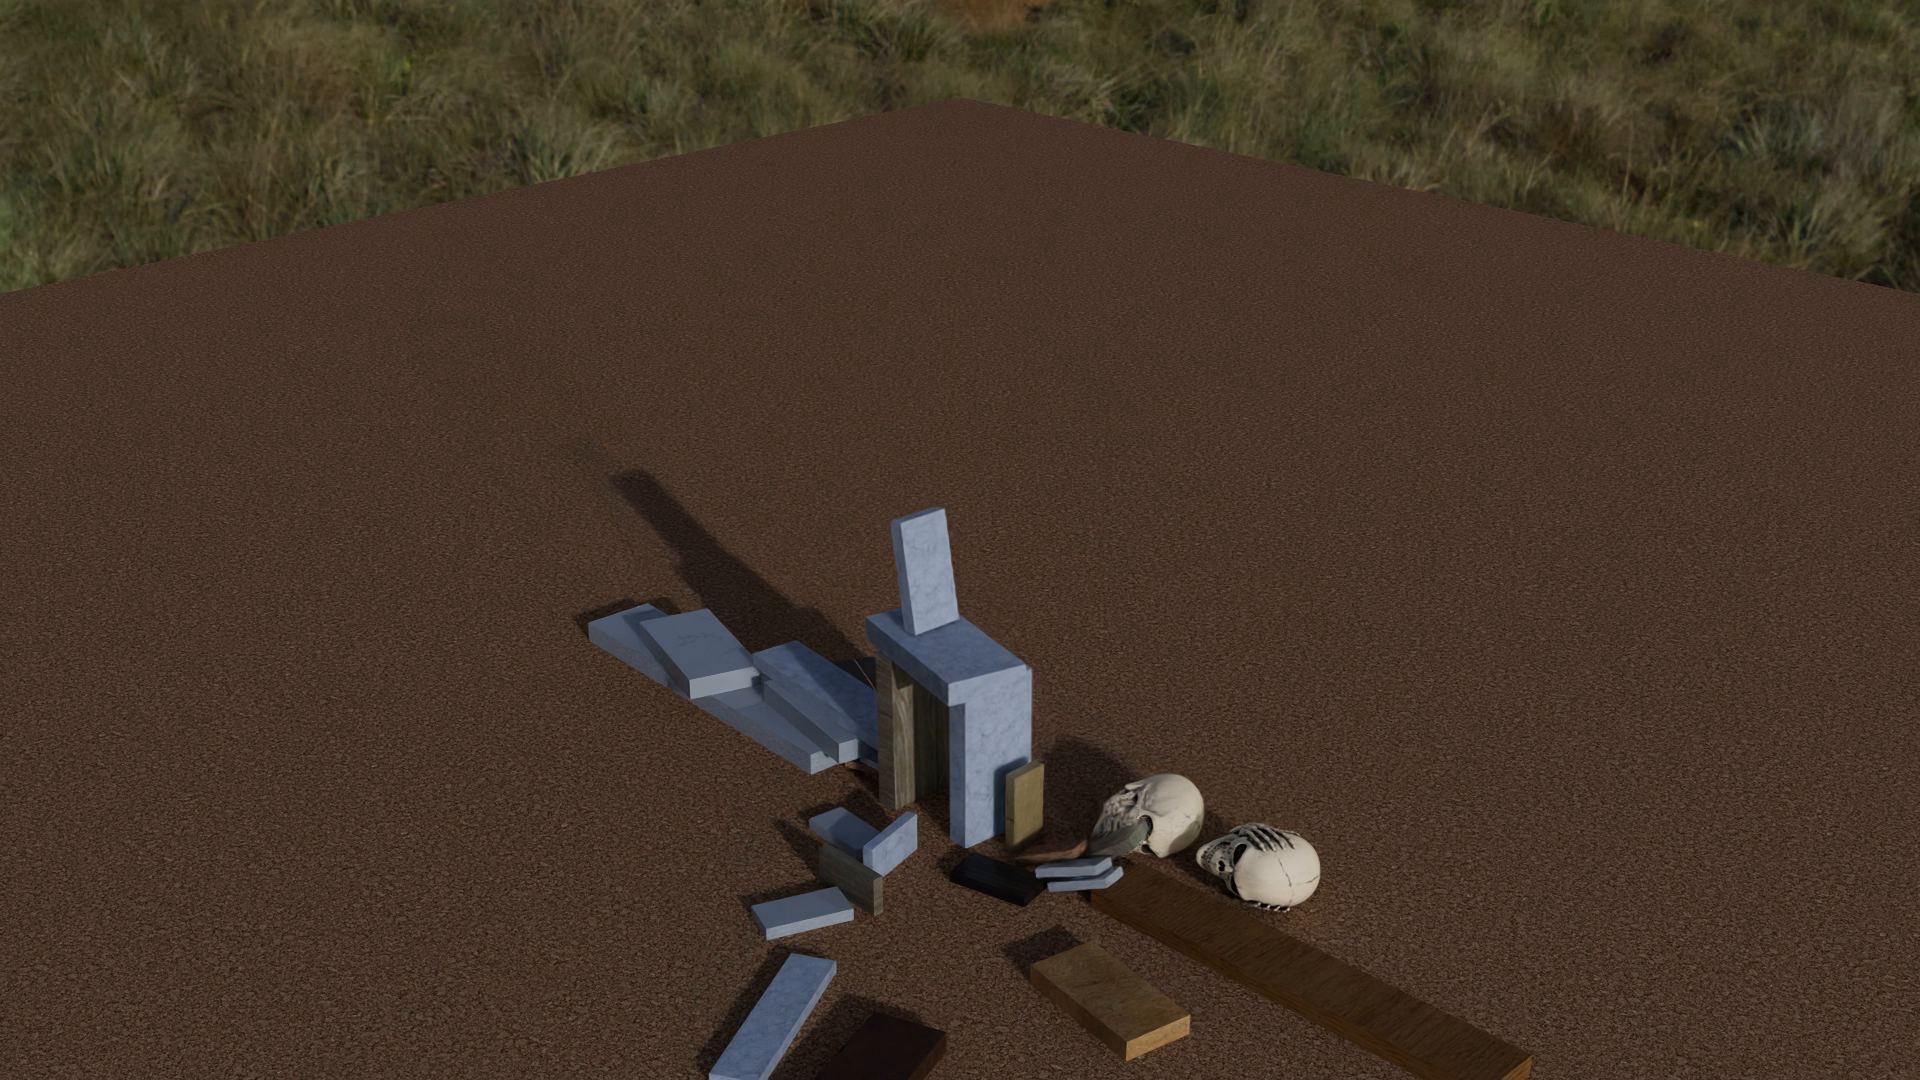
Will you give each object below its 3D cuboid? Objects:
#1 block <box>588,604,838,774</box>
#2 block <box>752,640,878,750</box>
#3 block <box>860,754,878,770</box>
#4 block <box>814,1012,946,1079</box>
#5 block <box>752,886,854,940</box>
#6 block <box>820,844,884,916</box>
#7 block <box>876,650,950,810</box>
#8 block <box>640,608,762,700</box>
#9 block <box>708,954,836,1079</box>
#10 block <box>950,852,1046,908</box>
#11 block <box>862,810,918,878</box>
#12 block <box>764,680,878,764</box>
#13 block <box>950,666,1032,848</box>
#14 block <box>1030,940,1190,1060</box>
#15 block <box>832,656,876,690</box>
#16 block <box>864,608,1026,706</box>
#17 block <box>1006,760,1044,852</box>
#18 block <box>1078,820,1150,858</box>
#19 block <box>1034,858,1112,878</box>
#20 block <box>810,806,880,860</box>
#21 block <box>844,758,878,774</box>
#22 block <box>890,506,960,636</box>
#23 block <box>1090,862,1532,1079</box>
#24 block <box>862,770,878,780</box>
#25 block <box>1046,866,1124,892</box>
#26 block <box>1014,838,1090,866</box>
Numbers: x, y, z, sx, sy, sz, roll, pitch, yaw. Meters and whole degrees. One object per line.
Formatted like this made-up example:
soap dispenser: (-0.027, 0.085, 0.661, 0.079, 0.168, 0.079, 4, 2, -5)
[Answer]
block: (-0.531, 0.322, 4.942, 0.167, 0.047, 0.859, -19, 29, -37)
block: (-0.265, 0.329, 4.702, 0.114, 0.032, 0.492, -16, 28, -33)
block: (-0.149, 0.463, 4.570, 0.055, 0.016, 0.111, -22, 31, -40)
block: (-0.145, 0.884, 3.628, 0.138, 0.039, 0.275, 11, 25, 24)
block: (-0.293, 0.694, 4.094, 0.171, 0.024, 0.086, -10, 25, -22)
block: (-0.206, 0.641, 4.149, 0.022, 0.079, 0.158, -20, 30, -39)
block: (-0.089, 0.362, 4.471, 0.171, 0.341, 0.048, -21, 30, -40)
block: (-0.590, 0.254, 4.979, 0.167, 0.047, 0.335, -11, 25, -24)
block: (-0.318, 0.827, 3.781, 0.086, 0.024, 0.370, 7, 24, 16)
block: (0.073, 0.649, 4.202, 0.166, 0.024, 0.083, 14, 27, 30)
block: (-0.134, 0.596, 4.256, 0.022, 0.079, 0.158, 13, 26, 28)
block: (-0.268, 0.369, 4.709, 0.167, 0.047, 0.335, -14, 27, -29)
block: (0.060, 0.422, 4.329, 0.171, 0.341, 0.048, -18, 29, -36)
block: (0.259, 0.799, 3.828, 0.138, 0.039, 0.275, -15, 27, -31)
block: (-0.213, 0.331, 4.939, 0.114, 0.032, 0.229, -8, 24, -18)
block: (-0.032, 0.218, 4.311, 0.171, 0.048, 0.341, -12, 26, -27)
block: (0.126, 0.523, 4.315, 0.024, 0.166, 0.083, 21, 31, 41)
block: (0.280, 0.591, 4.219, 0.166, 0.024, 0.083, -29, 6, 34)
block: (0.215, 0.621, 4.167, 0.131, 0.018, 0.065, -8, 3, 32)
block: (-0.221, 0.581, 4.362, 0.079, 0.022, 0.158, -17, 28, -36)
block: (-0.179, 0.467, 4.601, 0.111, 0.016, 0.055, 10, 26, 24)
block: (-0.069, 0.061, 4.324, 0.114, 0.229, 0.032, -19, 19, -38)
block: (0.598, 0.772, 3.892, 0.138, 0.039, 0.860, -21, 31, -40)
block: (-0.146, 0.489, 4.587, 0.111, 0.016, 0.055, 20, 30, 39)
block: (0.237, 0.641, 4.160, 0.130, 0.018, 0.065, -10, 9, 35)
block: (0.178, 0.603, 4.244, 0.131, 0.018, 0.065, -13, 5, 32)
